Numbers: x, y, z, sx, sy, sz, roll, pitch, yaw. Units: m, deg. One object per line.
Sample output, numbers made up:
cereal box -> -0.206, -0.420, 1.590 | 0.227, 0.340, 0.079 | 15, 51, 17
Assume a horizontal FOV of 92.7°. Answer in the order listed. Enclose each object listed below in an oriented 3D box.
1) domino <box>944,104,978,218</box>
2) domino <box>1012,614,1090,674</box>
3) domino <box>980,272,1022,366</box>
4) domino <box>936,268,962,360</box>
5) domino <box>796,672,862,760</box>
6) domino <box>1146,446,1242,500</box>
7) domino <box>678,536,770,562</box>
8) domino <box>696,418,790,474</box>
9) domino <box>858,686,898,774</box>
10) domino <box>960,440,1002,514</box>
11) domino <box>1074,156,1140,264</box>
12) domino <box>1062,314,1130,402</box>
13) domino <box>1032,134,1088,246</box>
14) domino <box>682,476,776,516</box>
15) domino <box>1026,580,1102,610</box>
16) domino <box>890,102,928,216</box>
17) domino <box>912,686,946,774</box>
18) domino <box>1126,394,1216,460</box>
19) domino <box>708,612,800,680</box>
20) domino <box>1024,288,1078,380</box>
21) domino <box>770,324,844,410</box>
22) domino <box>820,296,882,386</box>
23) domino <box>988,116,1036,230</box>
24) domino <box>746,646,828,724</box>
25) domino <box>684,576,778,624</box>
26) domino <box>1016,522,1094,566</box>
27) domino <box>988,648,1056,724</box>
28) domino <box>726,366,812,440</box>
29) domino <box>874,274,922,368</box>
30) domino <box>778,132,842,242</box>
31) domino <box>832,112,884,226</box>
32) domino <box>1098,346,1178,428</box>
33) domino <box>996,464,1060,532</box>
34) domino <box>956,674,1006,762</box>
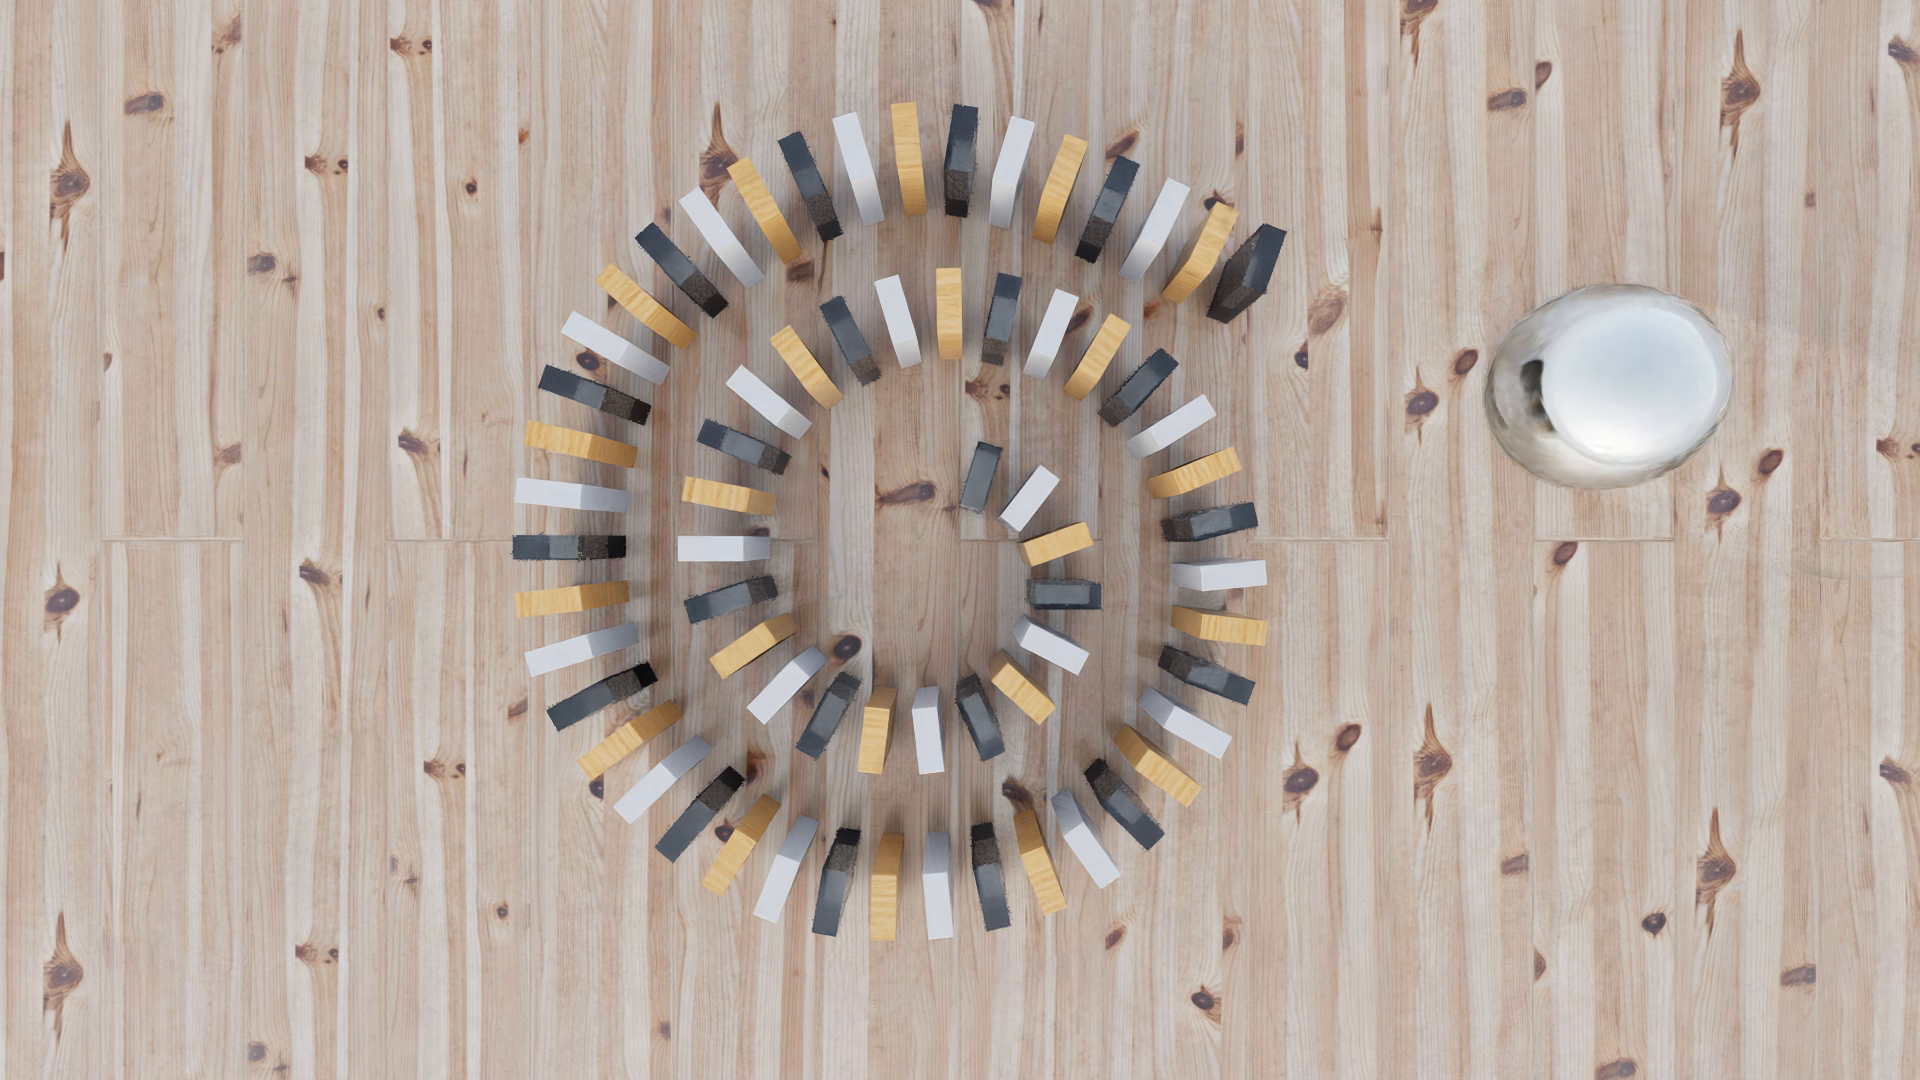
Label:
domino -> 0.000, -0.154, 0.375 | 0.009, 0.050, 0.025 | 9, 90, 0
domino -> 0.036, 0.042, 0.375 | 0.025, 0.050, 0.009 | 27, 90, 0
domino -> 0.017, -0.089, 0.375 | 0.009, 0.050, 0.025 | 13, 90, 0
domino -> -0.004, -0.092, 0.375 | 0.010, 0.050, 0.025 | -1, 90, 0
domino -> -0.053, 0.071, 0.375 | 0.010, 0.050, 0.025 | 28, 90, 0
domino -> 0.094, -0.027, 0.375 | 0.025, 0.050, 0.010 | -22, 90, 0
domino -> -0.095, 0.003, 0.375 | 0.025, 0.050, 0.009 | 0, 90, 0
domino -> -0.087, -0.037, 0.375 | 0.025, 0.050, 0.009 | 22, 90, 0
domino -> -0.033, 0.077, 0.375 | 0.009, 0.050, 0.025 | 7, 90, 0
domino -> 0.008, -0.025, 0.375 | 0.009, 0.050, 0.025 | 17, 90, 0
domino -> 0.059, -0.134, 0.375 | 0.009, 0.050, 0.025 | 24, 90, 0
domino -> 0.055, -0.074, 0.375 | 0.009, 0.050, 0.025 | 31, 90, 0
domino -> 0.040, -0.142, 0.375 | 0.009, 0.050, 0.025 | 21, 90, 0
domino -> -0.093, -0.017, 0.375 | 0.025, 0.050, 0.010 | 11, 90, 0
domino -> 0.042, 0.022, 0.375 | 0.025, 0.050, 0.009 | 0, 90, 0
domino -> -0.020, -0.155, 0.375 | 0.010, 0.050, 0.025 | -6, 90, 0
domino -> -0.012, 0.077, 0.375 | 0.009, 0.050, 0.025 | -7, 90, 0
domino -> 0.085, -0.045, 0.375 | 0.025, 0.050, 0.010 | -32, 90, 0
domino -> -0.083, 0.042, 0.375 | 0.025, 0.050, 0.010 | -34, 90, 0
domino -> 0.036, -0.083, 0.375 | 0.010, 0.050, 0.025 | 22, 90, 0
domino -> -0.062, -0.069, 0.375 | 0.009, 0.050, 0.025 | -36, 90, 0
domino -> -0.044, -0.080, 0.375 | 0.010, 0.050, 0.025 | -27, 90, 0
domino -> 0.021, -0.149, 0.375 | 0.010, 0.050, 0.025 | 17, 90, 0
domino -> -0.069, 0.058, 0.375 | 0.009, 0.050, 0.025 | 44, 90, 0
domino -> -0.092, 0.024, 0.375 | 0.025, 0.050, 0.009 | -18, 90, 0
domino -> 0.038, 0.001, 0.375 | 0.025, 0.050, 0.009 | -20, 90, 0
domino -> 0.024, 0.059, 0.375 | 0.025, 0.050, 0.010 | 42, 90, 0
domino -> -0.077, -0.055, 0.375 | 0.025, 0.050, 0.010 | 40, 90, 0
domino -> -0.025, -0.088, 0.375 | 0.009, 0.050, 0.025 | -17, 90, 0
domino -> -0.060, -0.143, 0.375 | 0.010, 0.050, 0.025 | -24, 90, 0
domino -> -0.041, -0.150, 0.375 | 0.010, 0.050, 0.025 | -16, 90, 0
domino -> 0.072, -0.061, 0.375 | 0.009, 0.050, 0.025 | 43, 90, 0
domino -> 0.027, -0.016, 0.375 | 0.009, 0.050, 0.025 | 38, 90, 0
domino -> 0.008, 0.071, 0.375 | 0.010, 0.050, 0.025 | -24, 90, 0
